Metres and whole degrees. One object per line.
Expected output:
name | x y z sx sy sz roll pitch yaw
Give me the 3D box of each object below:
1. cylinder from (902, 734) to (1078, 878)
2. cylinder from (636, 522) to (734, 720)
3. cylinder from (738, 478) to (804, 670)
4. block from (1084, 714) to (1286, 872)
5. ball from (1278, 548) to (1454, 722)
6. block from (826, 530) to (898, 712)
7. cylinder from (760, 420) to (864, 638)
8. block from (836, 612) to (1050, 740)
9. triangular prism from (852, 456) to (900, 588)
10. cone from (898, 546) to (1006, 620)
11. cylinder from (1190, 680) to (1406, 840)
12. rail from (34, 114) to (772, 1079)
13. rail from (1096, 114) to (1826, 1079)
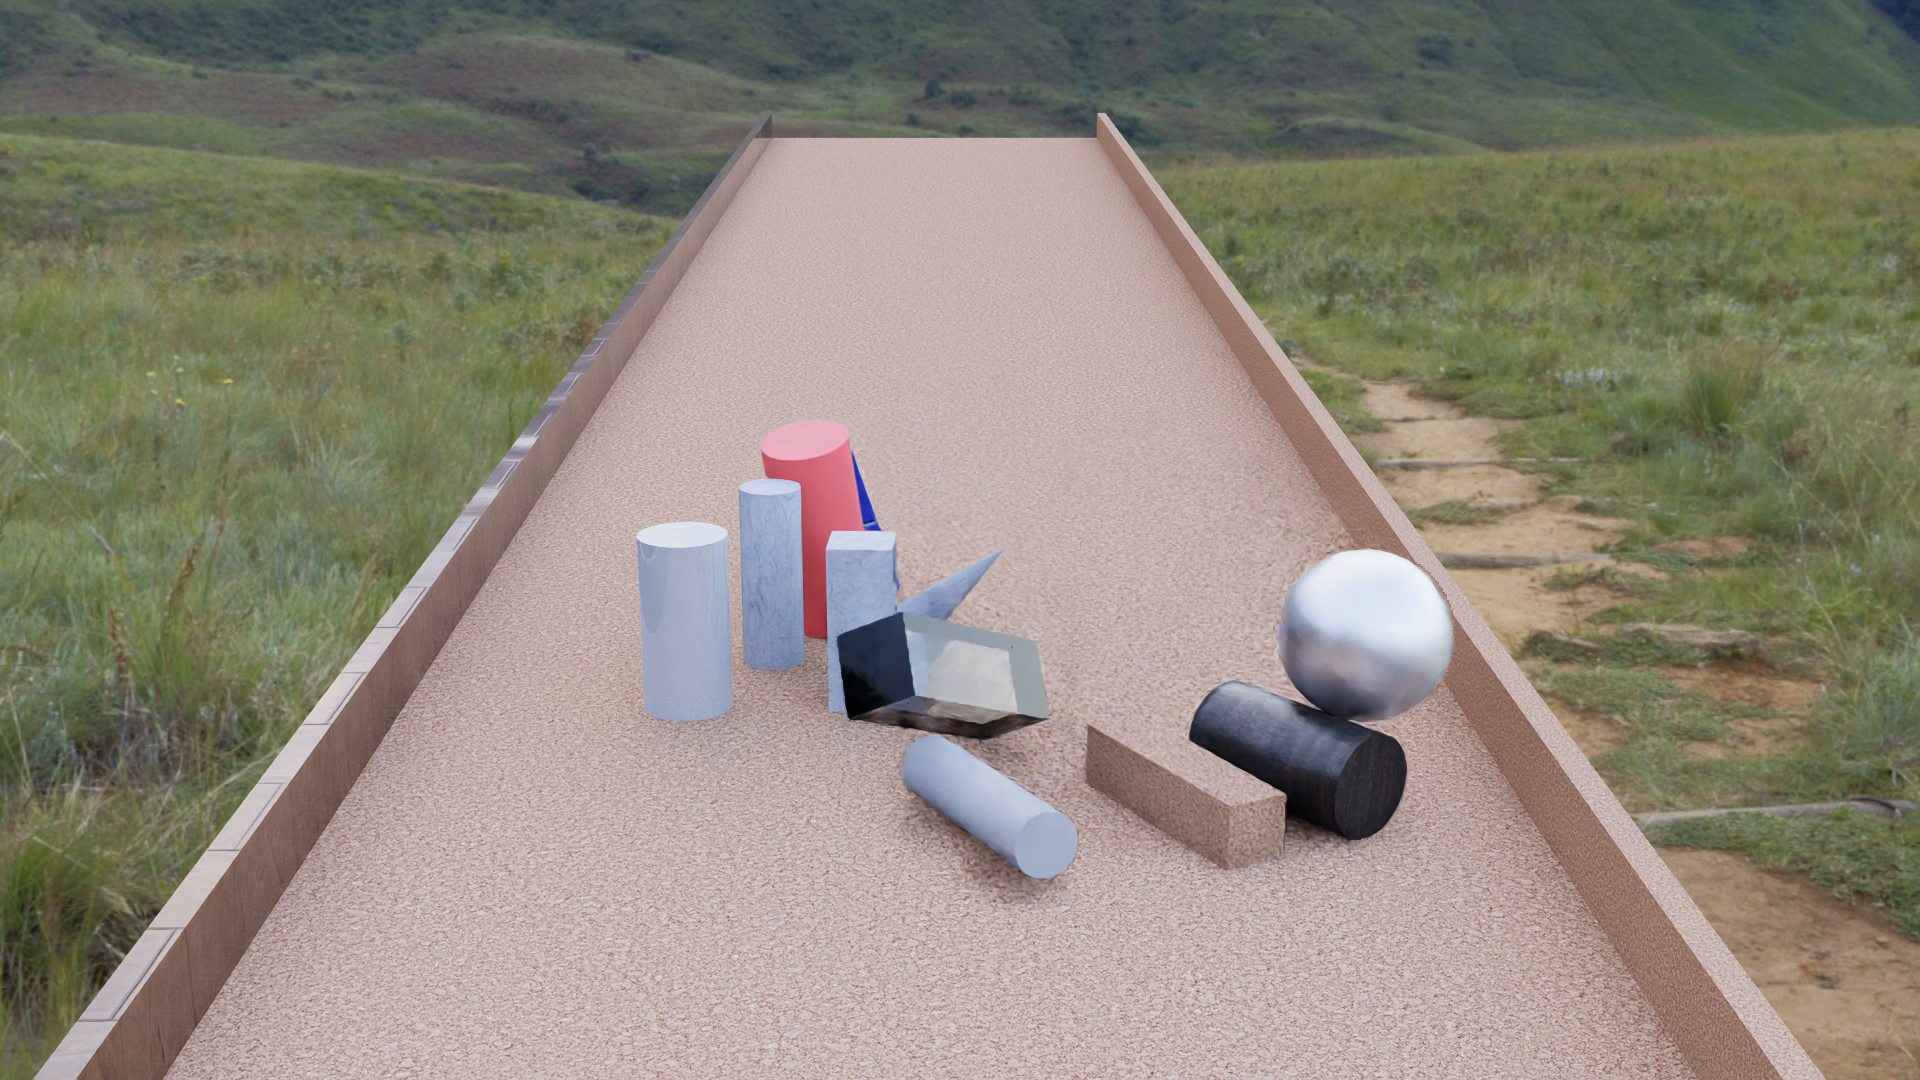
cylinder | 0.040 0.425 3.553 0.107 0.107 0.439 -7 14 -24
cylinder | -0.515 0.151 4.126 0.169 0.337 0.169 0 17 0
cylinder | -0.373 0.068 4.369 0.122 0.359 0.122 0 17 0
block | 0.367 0.412 3.651 0.110 0.110 0.412 -8 18 -29
ball | 0.680 0.160 3.691 0.290 0.290 0.290 0 17 0
block | -0.183 0.153 4.153 0.123 0.319 0.123 1 17 2
cylinder | -0.287 -0.021 4.517 0.179 0.414 0.179 -6 29 3
block | -0.025 0.242 3.831 0.146 0.146 0.392 -21 -22 32
triangular prism | -0.255 -0.047 4.691 0.144 0.351 0.125 -19 30 0
cone | -0.034 0.113 4.200 0.410 0.129 0.129 -40 -12 38
cylinder | 0.563 0.365 3.689 0.178 0.178 0.328 -13 21 -37
rail | -1.118 -0.838 7.780 0.050 0.150 12.000 0 17 -1
rail | 0.932 -0.844 7.801 0.050 0.150 12.000 0 17 -1
